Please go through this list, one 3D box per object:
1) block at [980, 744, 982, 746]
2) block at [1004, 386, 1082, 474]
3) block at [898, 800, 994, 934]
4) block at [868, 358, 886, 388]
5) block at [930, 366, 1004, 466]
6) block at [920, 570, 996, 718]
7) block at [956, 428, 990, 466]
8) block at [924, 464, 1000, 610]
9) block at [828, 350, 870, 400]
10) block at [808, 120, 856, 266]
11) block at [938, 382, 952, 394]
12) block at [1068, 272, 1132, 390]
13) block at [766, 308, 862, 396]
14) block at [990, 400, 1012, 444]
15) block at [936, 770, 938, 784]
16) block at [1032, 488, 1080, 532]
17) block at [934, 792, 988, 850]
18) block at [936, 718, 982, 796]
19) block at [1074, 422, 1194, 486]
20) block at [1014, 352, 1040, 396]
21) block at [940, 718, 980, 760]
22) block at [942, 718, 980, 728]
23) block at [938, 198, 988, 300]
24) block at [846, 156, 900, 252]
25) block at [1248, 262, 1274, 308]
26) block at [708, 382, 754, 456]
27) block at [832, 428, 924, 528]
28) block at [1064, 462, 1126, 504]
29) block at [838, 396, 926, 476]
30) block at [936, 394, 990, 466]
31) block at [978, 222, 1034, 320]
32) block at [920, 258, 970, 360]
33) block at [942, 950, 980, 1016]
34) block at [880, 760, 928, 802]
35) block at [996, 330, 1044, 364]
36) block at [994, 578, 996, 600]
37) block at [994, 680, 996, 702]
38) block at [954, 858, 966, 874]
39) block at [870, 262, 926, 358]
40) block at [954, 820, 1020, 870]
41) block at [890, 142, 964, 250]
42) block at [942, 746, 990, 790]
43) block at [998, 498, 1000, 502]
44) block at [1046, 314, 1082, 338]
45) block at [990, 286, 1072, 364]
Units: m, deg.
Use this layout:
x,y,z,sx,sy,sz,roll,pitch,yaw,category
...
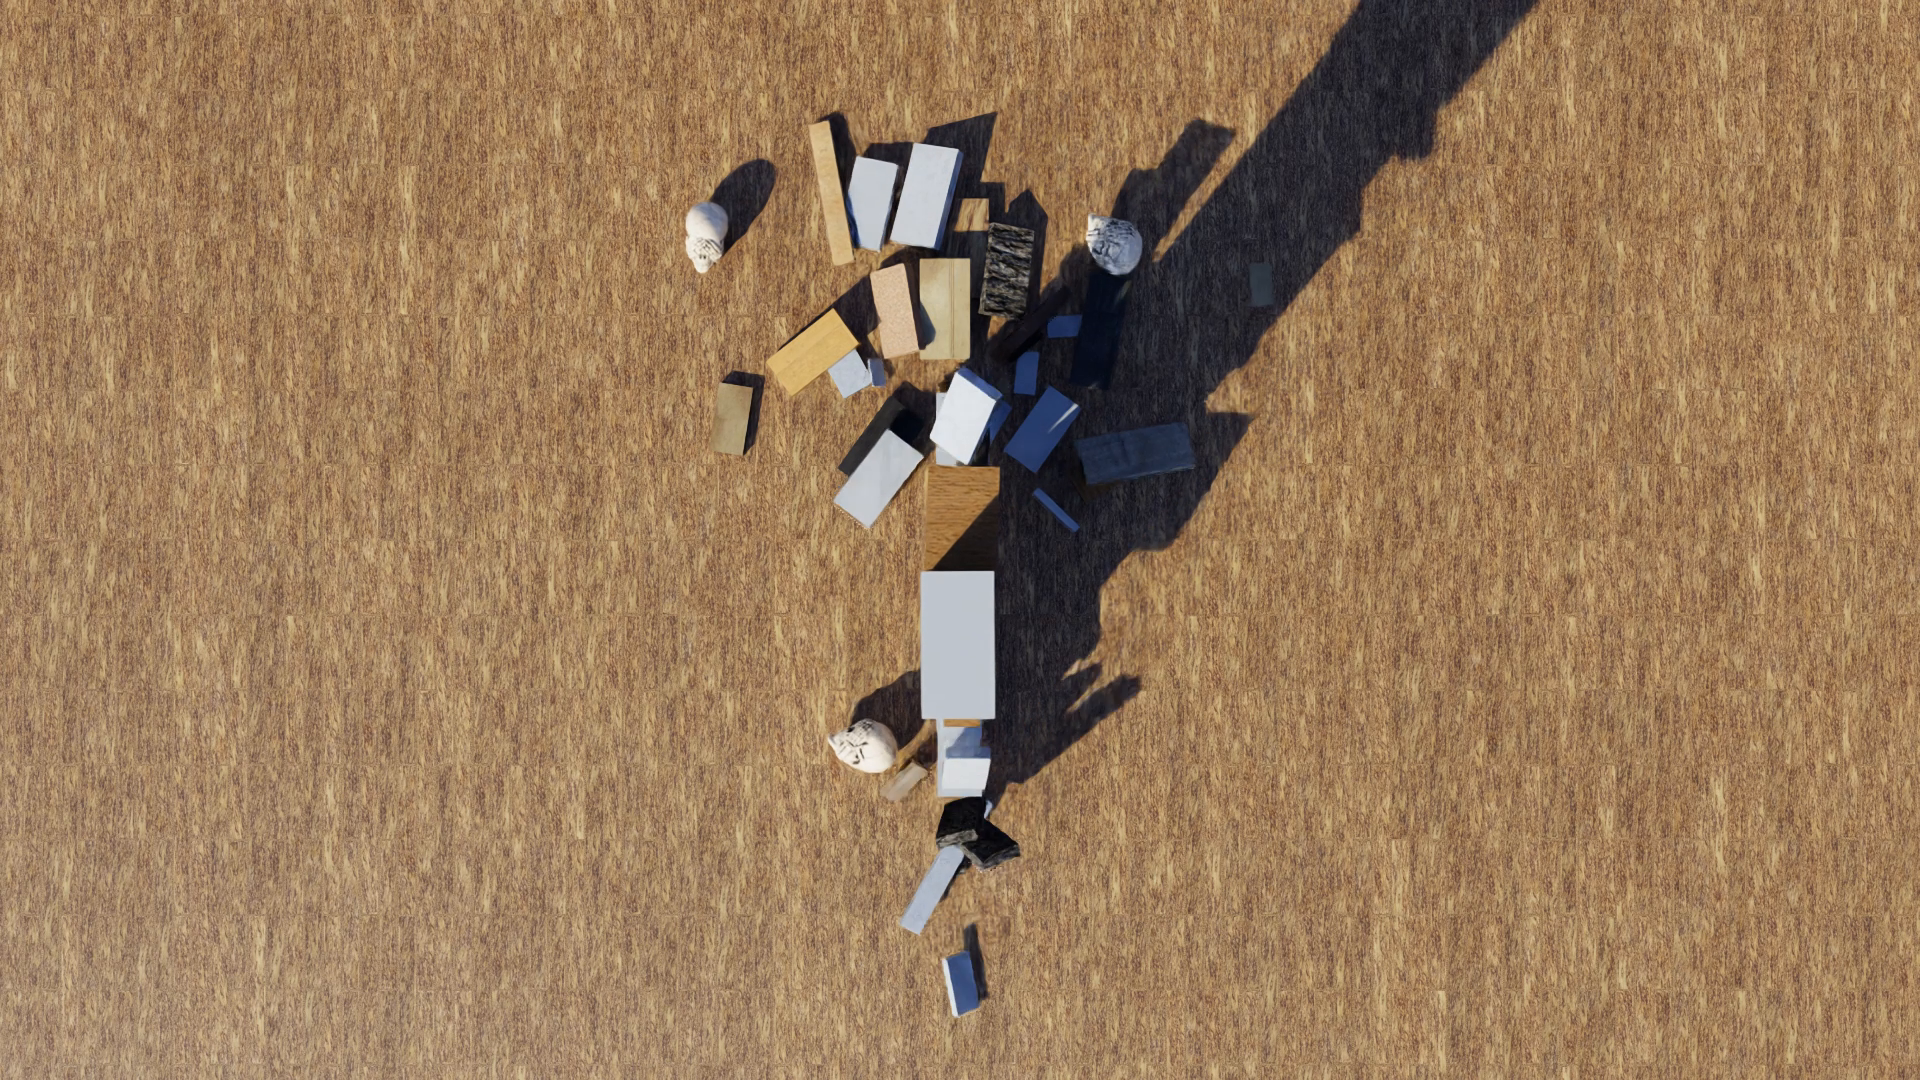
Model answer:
x,y,z,sx,sy,sz,roll,pitch,yaw,category
0.004,0.613,5.043,0.118,0.264,0.033,-1,88,0,block
0.274,-0.367,5.481,0.132,0.037,0.265,36,90,0,block
-0.045,1.065,5.433,0.077,0.022,0.491,32,85,-20,block
-0.277,-0.555,5.473,0.048,0.014,0.095,-4,77,-29,block
0.016,-0.372,4.961,0.149,0.297,0.042,37,50,10,block
-0.005,0.230,3.641,0.162,0.046,0.323,0,90,0,block
0.040,-0.252,5.094,0.094,0.027,0.188,3,90,21,block
0.004,-0.006,4.010,0.173,0.049,0.347,2,91,0,block
-0.391,-0.596,5.484,0.114,0.032,0.228,-29,90,0,block
-0.424,-1.149,5.461,0.071,0.020,0.480,-12,85,12,block
-0.010,-0.481,5.386,0.114,0.228,0.032,-6,106,0,block
0.462,-0.690,5.461,0.132,0.037,0.370,11,96,-2,block
-0.483,-0.619,5.449,0.288,0.041,0.144,-37,89,11,block
0.117,-0.392,5.464,0.020,0.071,0.141,31,90,29,block
-0.002,0.755,5.357,0.142,0.284,0.040,0,89,0,block
0.319,-0.101,5.452,0.188,0.094,0.027,43,94,0,block
0.005,0.900,5.291,0.132,0.265,0.037,-17,103,11,block
-0.001,0.661,5.195,0.142,0.040,0.284,0,90,0,block
0.574,-0.285,5.425,0.371,0.042,0.148,-10,81,-10,block
0.221,-0.556,5.490,0.071,0.020,0.141,6,90,0,block
0.001,0.533,4.893,0.118,0.033,0.236,0,90,0,block
0.004,0.387,4.254,0.095,0.027,0.190,0,91,0,block
0.012,-0.965,5.477,0.165,0.047,0.329,0,90,0,block
-0.303,-1.113,5.469,0.144,0.041,0.288,13,90,8,block
1.000,-0.851,5.490,0.071,0.020,0.141,-7,90,0,block
-0.760,-0.401,5.484,0.114,0.032,0.228,9,90,0,block
-0.269,-0.205,5.430,0.148,0.042,0.297,37,94,-8,block
0.494,-0.244,5.481,0.265,0.037,0.132,-32,90,0,block
-0.259,-0.315,5.479,0.149,0.042,0.297,36,90,0,block
0.008,-0.292,5.147,0.164,0.046,0.328,0,90,0,block
0.154,-0.886,5.452,0.149,0.042,0.297,7,90,-23,block
-0.050,-0.763,5.439,0.165,0.047,0.329,0,104,0,block
0.003,1.466,5.460,0.095,0.027,0.190,-11,90,-37,block
-0.183,0.799,5.455,0.154,0.077,0.022,-44,47,7,block
0.199,-0.660,5.476,0.141,0.020,0.071,-40,75,-4,block
0.000,0.109,3.825,0.162,0.323,0.046,2,89,0,block
-0.002,0.332,3.952,0.162,0.575,0.046,0,91,0,block
-0.026,1.036,5.489,0.077,0.022,0.154,-4,90,0,block
-0.205,-0.755,5.442,0.144,0.041,0.288,-10,90,35,block
0.078,0.969,5.259,0.132,0.265,0.037,-19,105,-19,block
-0.109,-1.134,5.445,0.165,0.047,0.329,14,90,24,block
0.016,0.676,4.884,0.132,0.265,0.037,1,62,-3,block
0.011,-0.125,4.207,0.173,0.347,0.049,2,90,0,block
0.361,-0.711,5.490,0.141,0.020,0.071,-4,90,0,block
0.232,-0.704,5.388,0.297,0.149,0.042,-45,97,-15,block
